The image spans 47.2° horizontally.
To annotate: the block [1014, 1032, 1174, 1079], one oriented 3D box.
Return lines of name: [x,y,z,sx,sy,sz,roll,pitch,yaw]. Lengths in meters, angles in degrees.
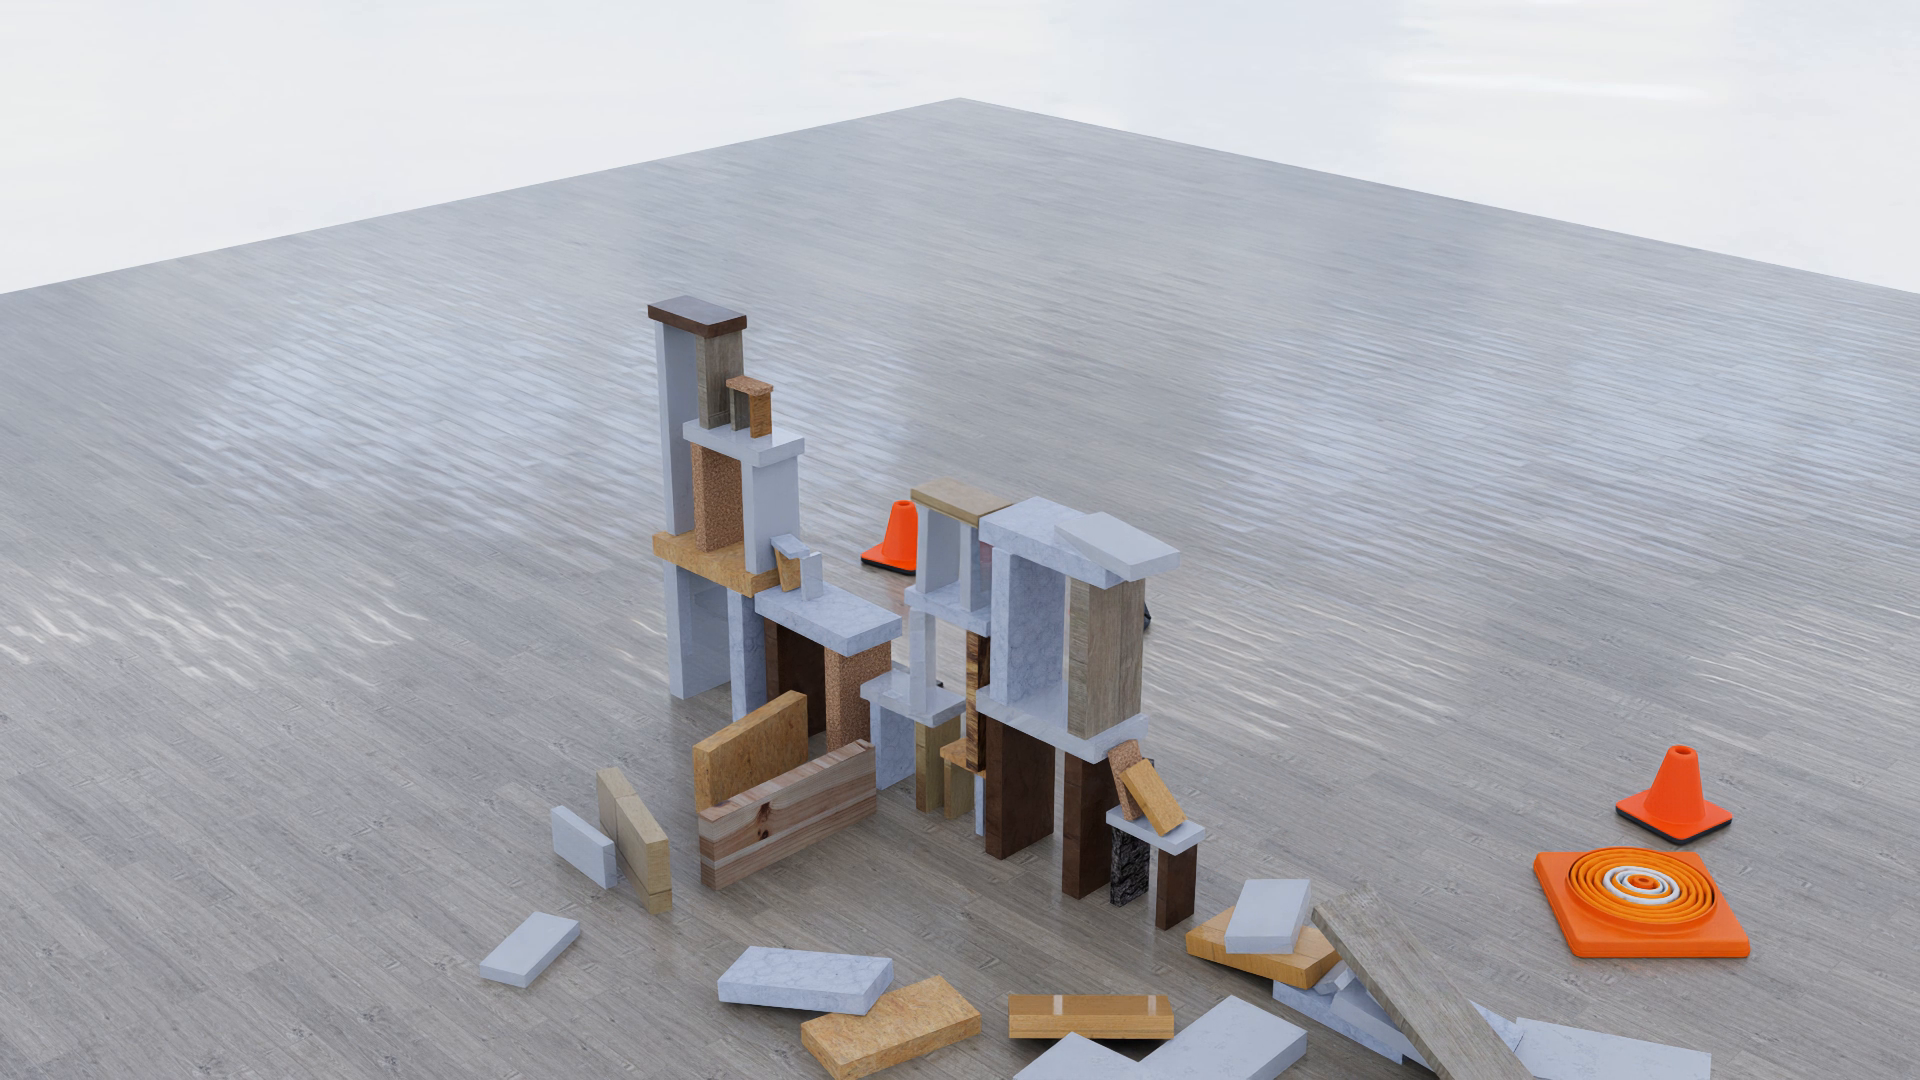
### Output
block: [0.257,0.893,3.485,0.315,0.045,0.158,18,29,36]

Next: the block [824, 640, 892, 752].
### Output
block: [-0.210,0.339,4.579,0.042,0.299,0.149,20,30,39]

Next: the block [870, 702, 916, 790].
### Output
block: [-0.139,0.406,4.545,0.029,0.202,0.101,20,30,39]

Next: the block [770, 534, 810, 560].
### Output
block: [-0.355,0.013,4.593,0.048,0.014,0.095,-12,26,-27]

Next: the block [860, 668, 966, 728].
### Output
block: [-0.095,0.320,4.455,0.202,0.029,0.101,20,30,38]

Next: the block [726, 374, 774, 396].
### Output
block: [-0.437,-0.321,4.568,0.094,0.013,0.047,21,31,40]

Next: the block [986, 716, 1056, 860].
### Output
block: [0.119,0.459,4.292,0.043,0.302,0.151,21,31,40]

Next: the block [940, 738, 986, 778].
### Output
block: [0.031,0.434,4.373,0.067,0.019,0.133,-21,31,-40]

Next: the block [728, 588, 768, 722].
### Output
block: [-0.421,0.237,4.778,0.165,0.330,0.047,-21,31,-41]

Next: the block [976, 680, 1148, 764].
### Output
block: [0.191,0.328,4.159,0.302,0.043,0.151,21,31,41]

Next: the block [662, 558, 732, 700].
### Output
block: [-0.577,0.176,4.922,0.165,0.330,0.047,-21,31,-41]

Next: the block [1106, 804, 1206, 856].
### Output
block: [0.361,0.527,4.060,0.084,0.024,0.167,-21,31,-41]

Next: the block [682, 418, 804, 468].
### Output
block: [-0.456,-0.215,4.622,0.248,0.035,0.124,21,31,40]

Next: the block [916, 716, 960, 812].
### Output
block: [-0.044,0.443,4.458,0.029,0.202,0.101,21,31,41]

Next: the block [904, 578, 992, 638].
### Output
block: [0.009,0.125,4.268,0.222,0.031,0.111,21,31,40]

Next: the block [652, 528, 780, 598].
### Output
block: [-0.499,0.033,4.778,0.330,0.047,0.165,21,31,40]

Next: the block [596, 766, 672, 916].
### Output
block: [-0.625,0.573,4.214,0.043,0.153,0.307,-11,25,-24]

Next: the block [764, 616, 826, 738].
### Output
block: [-0.343,0.284,4.710,0.149,0.299,0.042,-20,30,-39]

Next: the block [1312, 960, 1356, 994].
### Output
block: [0.649,0.742,3.751,0.067,0.019,0.134,-40,-7,-15]

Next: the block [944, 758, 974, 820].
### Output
block: [-0.001,0.492,4.432,0.067,0.133,0.019,-21,31,-41]

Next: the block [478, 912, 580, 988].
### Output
block: [-0.778,0.740,3.982,0.094,0.027,0.187,9,25,20]

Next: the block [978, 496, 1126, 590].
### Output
block: [0.201,0.002,4.015,0.156,0.044,0.312,-21,31,-40]

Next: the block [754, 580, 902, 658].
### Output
block: [-0.275,0.155,4.576,0.149,0.042,0.299,-20,30,-39]

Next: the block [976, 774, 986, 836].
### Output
block: [0.062,0.516,4.374,0.067,0.133,0.019,-21,31,-40]

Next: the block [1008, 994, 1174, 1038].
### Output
block: [0.220,0.810,3.742,0.274,0.039,0.137,0,2,1]

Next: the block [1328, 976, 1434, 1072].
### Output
block: [0.774,0.812,3.697,0.272,0.039,0.136,28,36,23]

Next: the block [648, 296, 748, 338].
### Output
block: [-0.552,-0.470,4.618,0.102,0.029,0.204,-21,31,-40]

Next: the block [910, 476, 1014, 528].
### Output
block: [0.003,-0.073,4.181,0.093,0.026,0.186,-20,31,-39]

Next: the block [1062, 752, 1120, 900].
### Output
block: [0.262,0.515,4.161,0.043,0.302,0.151,21,31,40]

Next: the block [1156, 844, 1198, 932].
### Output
block: [0.400,0.630,4.061,0.084,0.167,0.024,-21,31,-41]

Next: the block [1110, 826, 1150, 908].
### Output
block: [0.321,0.599,4.134,0.024,0.167,0.084,21,31,41]
